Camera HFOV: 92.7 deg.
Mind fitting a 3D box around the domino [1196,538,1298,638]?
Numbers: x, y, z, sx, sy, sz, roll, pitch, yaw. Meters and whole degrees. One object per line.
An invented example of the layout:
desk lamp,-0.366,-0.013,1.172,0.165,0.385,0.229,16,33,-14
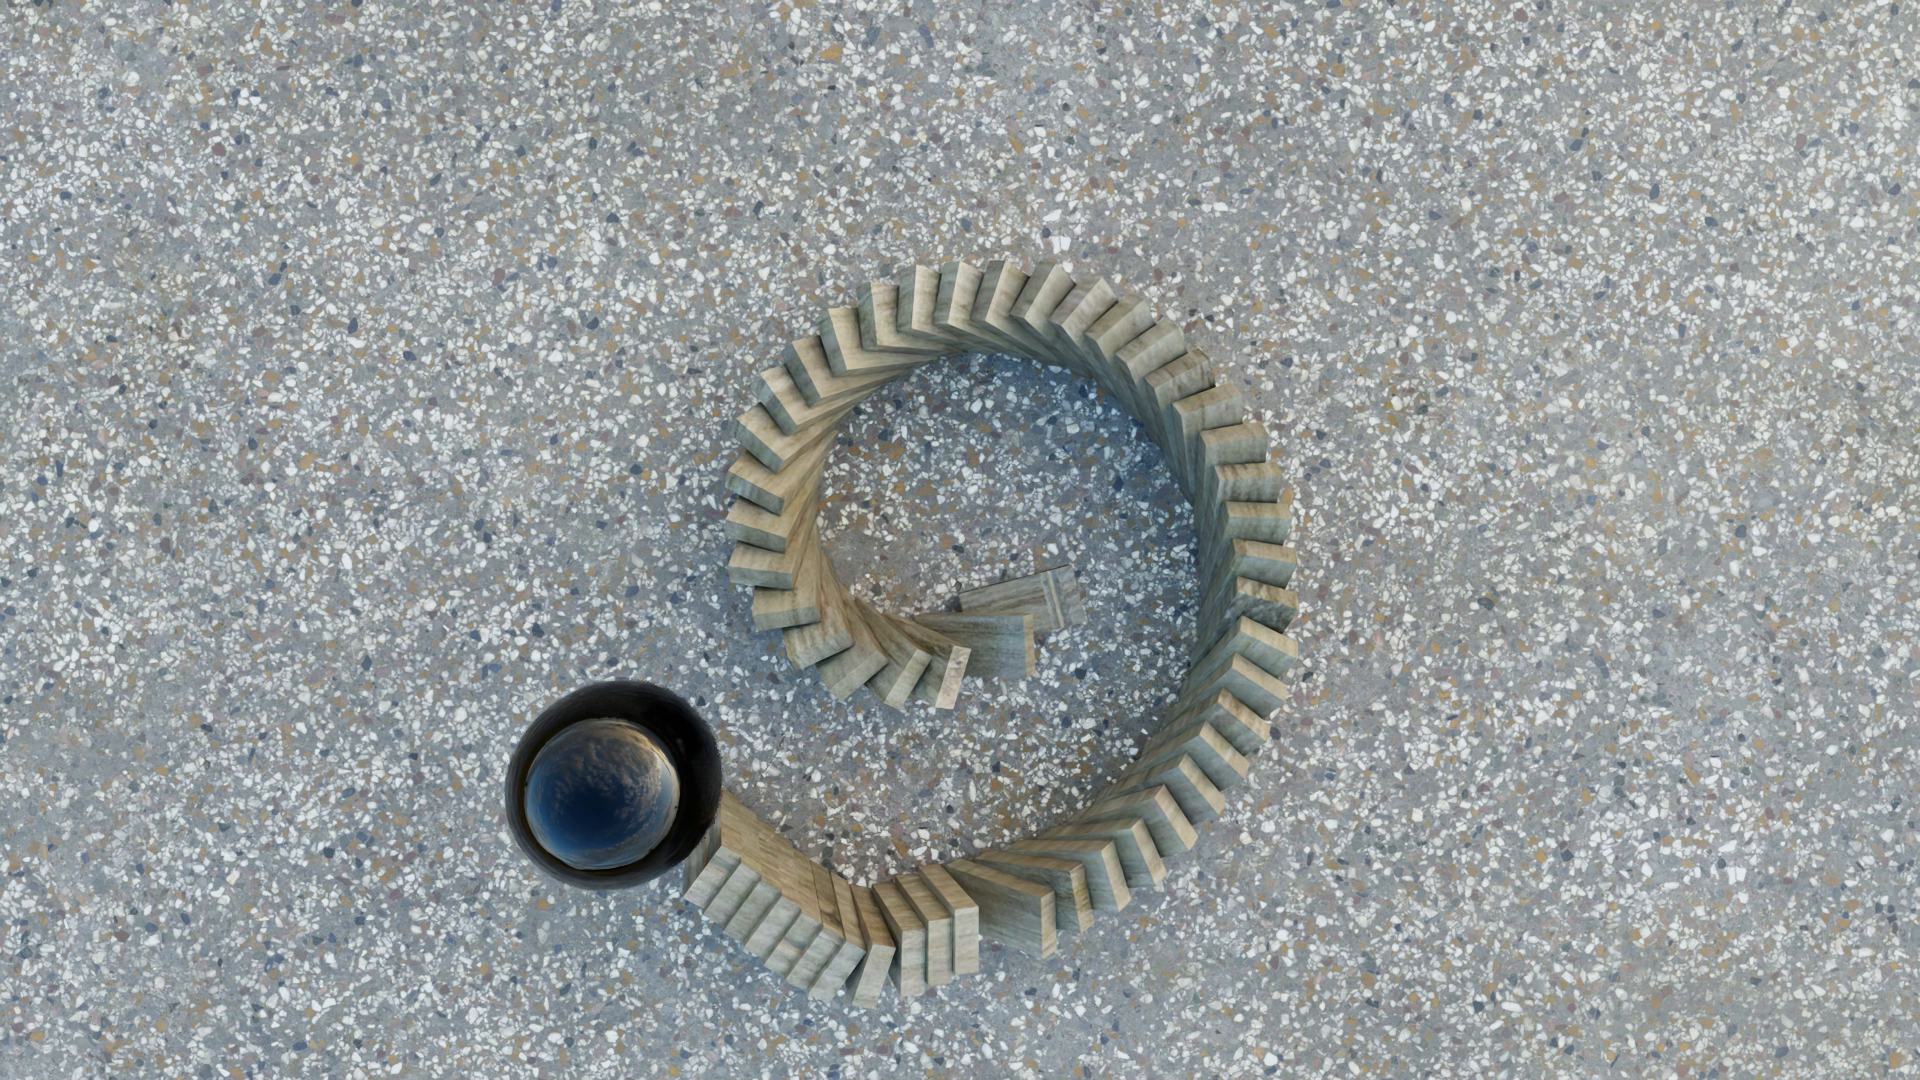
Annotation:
domino,0.118,0.023,0.380,0.025,0.009,0.050,10,131,0

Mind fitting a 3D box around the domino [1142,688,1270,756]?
domino,0.101,0.084,0.380,0.025,0.010,0.050,39,131,0

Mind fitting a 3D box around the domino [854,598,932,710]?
domino,-0.034,0.046,0.378,0.010,0.050,0.025,32,90,-42

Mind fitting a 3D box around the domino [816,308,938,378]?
domino,-0.034,-0.083,0.379,0.050,0.010,0.025,-18,90,-43

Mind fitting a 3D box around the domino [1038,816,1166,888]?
domino,0.058,0.131,0.380,0.050,0.010,0.025,-23,90,42

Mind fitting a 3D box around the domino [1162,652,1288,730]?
domino,0.109,0.070,0.380,0.025,0.009,0.050,33,131,0

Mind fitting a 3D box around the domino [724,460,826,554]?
domino,-0.076,-0.018,0.379,0.025,0.050,0.009,17,135,0

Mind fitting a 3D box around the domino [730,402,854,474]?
domino,-0.069,-0.050,0.379,0.025,0.009,0.050,41,45,0

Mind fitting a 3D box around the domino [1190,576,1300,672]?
domino,0.117,0.039,0.380,0.025,0.010,0.050,16,132,0

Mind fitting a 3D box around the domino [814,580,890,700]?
domino,-0.050,0.040,0.378,0.025,0.050,0.010,-40,133,1

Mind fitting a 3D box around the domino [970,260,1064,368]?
domino,0.028,-0.093,0.379,0.050,0.010,0.025,19,90,-43

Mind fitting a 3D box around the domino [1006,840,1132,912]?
domino,0.044,0.138,0.380,0.050,0.009,0.025,-17,90,42

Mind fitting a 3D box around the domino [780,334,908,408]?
domino,-0.047,-0.074,0.379,0.050,0.009,0.025,-28,90,-44

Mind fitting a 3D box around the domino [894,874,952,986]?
domino,-0.016,0.158,0.375,0.009,0.050,0.025,0,90,-19

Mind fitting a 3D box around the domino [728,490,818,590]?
domino,-0.076,-0.002,0.379,0.025,0.050,0.010,7,134,1

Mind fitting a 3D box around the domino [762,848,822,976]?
domino,-0.070,0.150,0.375,0.009,0.050,0.025,37,90,-19

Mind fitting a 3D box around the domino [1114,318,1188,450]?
domino,0.084,-0.064,0.380,0.025,0.009,0.050,-34,132,0

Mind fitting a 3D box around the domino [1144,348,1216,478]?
domino,0.094,-0.052,0.380,0.025,0.010,0.050,-28,132,0

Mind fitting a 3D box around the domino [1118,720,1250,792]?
domino,0.092,0.097,0.380,0.025,0.009,0.050,44,131,0

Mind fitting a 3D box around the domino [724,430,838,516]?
domino,-0.073,-0.034,0.379,0.025,0.050,0.010,28,135,0

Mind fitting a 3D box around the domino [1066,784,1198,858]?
domino,0.070,0.120,0.380,0.050,0.009,0.025,-33,90,42

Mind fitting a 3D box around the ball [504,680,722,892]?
ball,-0.135,0.095,0.360,0.080,0.080,0.080,0,90,0

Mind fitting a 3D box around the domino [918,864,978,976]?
domino,-0.005,0.154,0.375,0.009,0.050,0.025,0,90,-19

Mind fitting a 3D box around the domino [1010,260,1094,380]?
domino,0.044,-0.090,0.380,0.050,0.009,0.025,30,90,-43

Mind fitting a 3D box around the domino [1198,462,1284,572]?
domino,0.115,-0.009,0.380,0.025,0.010,0.050,-3,132,0

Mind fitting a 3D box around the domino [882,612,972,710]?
domino,-0.018,0.049,0.378,0.009,0.050,0.025,15,92,-41

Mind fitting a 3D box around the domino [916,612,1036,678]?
domino,0.006,0.043,0.384,0.050,0.010,0.025,-2,93,27

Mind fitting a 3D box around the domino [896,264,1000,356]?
domino,-0.003,-0.094,0.379,0.050,0.010,0.025,5,90,-43

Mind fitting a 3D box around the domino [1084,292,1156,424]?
domino,0.073,-0.075,0.380,0.025,0.010,0.050,-41,132,0

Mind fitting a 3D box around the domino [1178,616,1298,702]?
domino,0.114,0.055,0.380,0.025,0.009,0.050,26,131,0

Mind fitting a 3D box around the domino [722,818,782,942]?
domino,-0.086,0.138,0.375,0.010,0.050,0.025,37,90,-19

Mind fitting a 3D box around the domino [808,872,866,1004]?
domino,-0.053,0.161,0.375,0.009,0.050,0.025,36,90,-19

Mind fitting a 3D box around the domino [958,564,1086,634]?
domino,0.027,0.029,0.395,0.050,0.009,0.025,-15,90,0

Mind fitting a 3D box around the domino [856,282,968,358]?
domino,-0.019,-0.090,0.379,0.050,0.010,0.025,-6,90,-44

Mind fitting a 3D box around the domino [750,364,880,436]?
domino,-0.059,-0.064,0.379,0.050,0.010,0.025,-35,90,-44

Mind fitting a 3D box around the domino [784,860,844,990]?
domino,-0.062,0.156,0.375,0.009,0.050,0.025,37,90,-19

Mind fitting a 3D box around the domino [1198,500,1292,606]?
domino,0.117,0.007,0.380,0.025,0.009,0.050,3,132,0

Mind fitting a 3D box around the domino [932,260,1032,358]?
domino,0.012,-0.094,0.380,0.050,0.009,0.025,11,90,-43

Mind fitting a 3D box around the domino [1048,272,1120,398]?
domino,0.059,-0.084,0.380,0.025,0.010,0.050,-50,132,0

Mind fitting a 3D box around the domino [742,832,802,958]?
domino,-0.078,0.144,0.375,0.009,0.050,0.025,37,90,-19

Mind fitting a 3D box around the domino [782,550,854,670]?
domino,-0.062,0.028,0.379,0.025,0.050,0.009,-24,134,0

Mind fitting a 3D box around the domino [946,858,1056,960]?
domino,0.016,0.152,0.379,0.050,0.010,0.025,2,96,41

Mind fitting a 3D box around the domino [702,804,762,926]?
domino,-0.094,0.131,0.375,0.009,0.050,0.025,37,90,-19

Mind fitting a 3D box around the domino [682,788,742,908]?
domino,-0.101,0.124,0.375,0.010,0.050,0.025,37,90,-19

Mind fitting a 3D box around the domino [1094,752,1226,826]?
domino,0.082,0.109,0.380,0.025,0.010,0.050,50,131,0

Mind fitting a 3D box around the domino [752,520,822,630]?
domino,-0.071,0.014,0.379,0.025,0.050,0.010,-9,134,0

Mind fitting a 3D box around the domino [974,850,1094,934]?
domino,0.030,0.145,0.380,0.050,0.009,0.025,-10,91,41

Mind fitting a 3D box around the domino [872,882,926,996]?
domino,-0.026,0.162,0.375,0.009,0.050,0.025,1,90,-19

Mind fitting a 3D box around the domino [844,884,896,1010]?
domino,-0.040,0.165,0.375,0.009,0.050,0.025,19,90,-18

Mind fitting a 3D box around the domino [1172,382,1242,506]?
domino,0.104,-0.039,0.380,0.025,0.009,0.050,-20,132,0

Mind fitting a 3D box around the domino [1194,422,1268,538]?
domino,0.112,-0.024,0.380,0.025,0.009,0.050,-10,132,0
